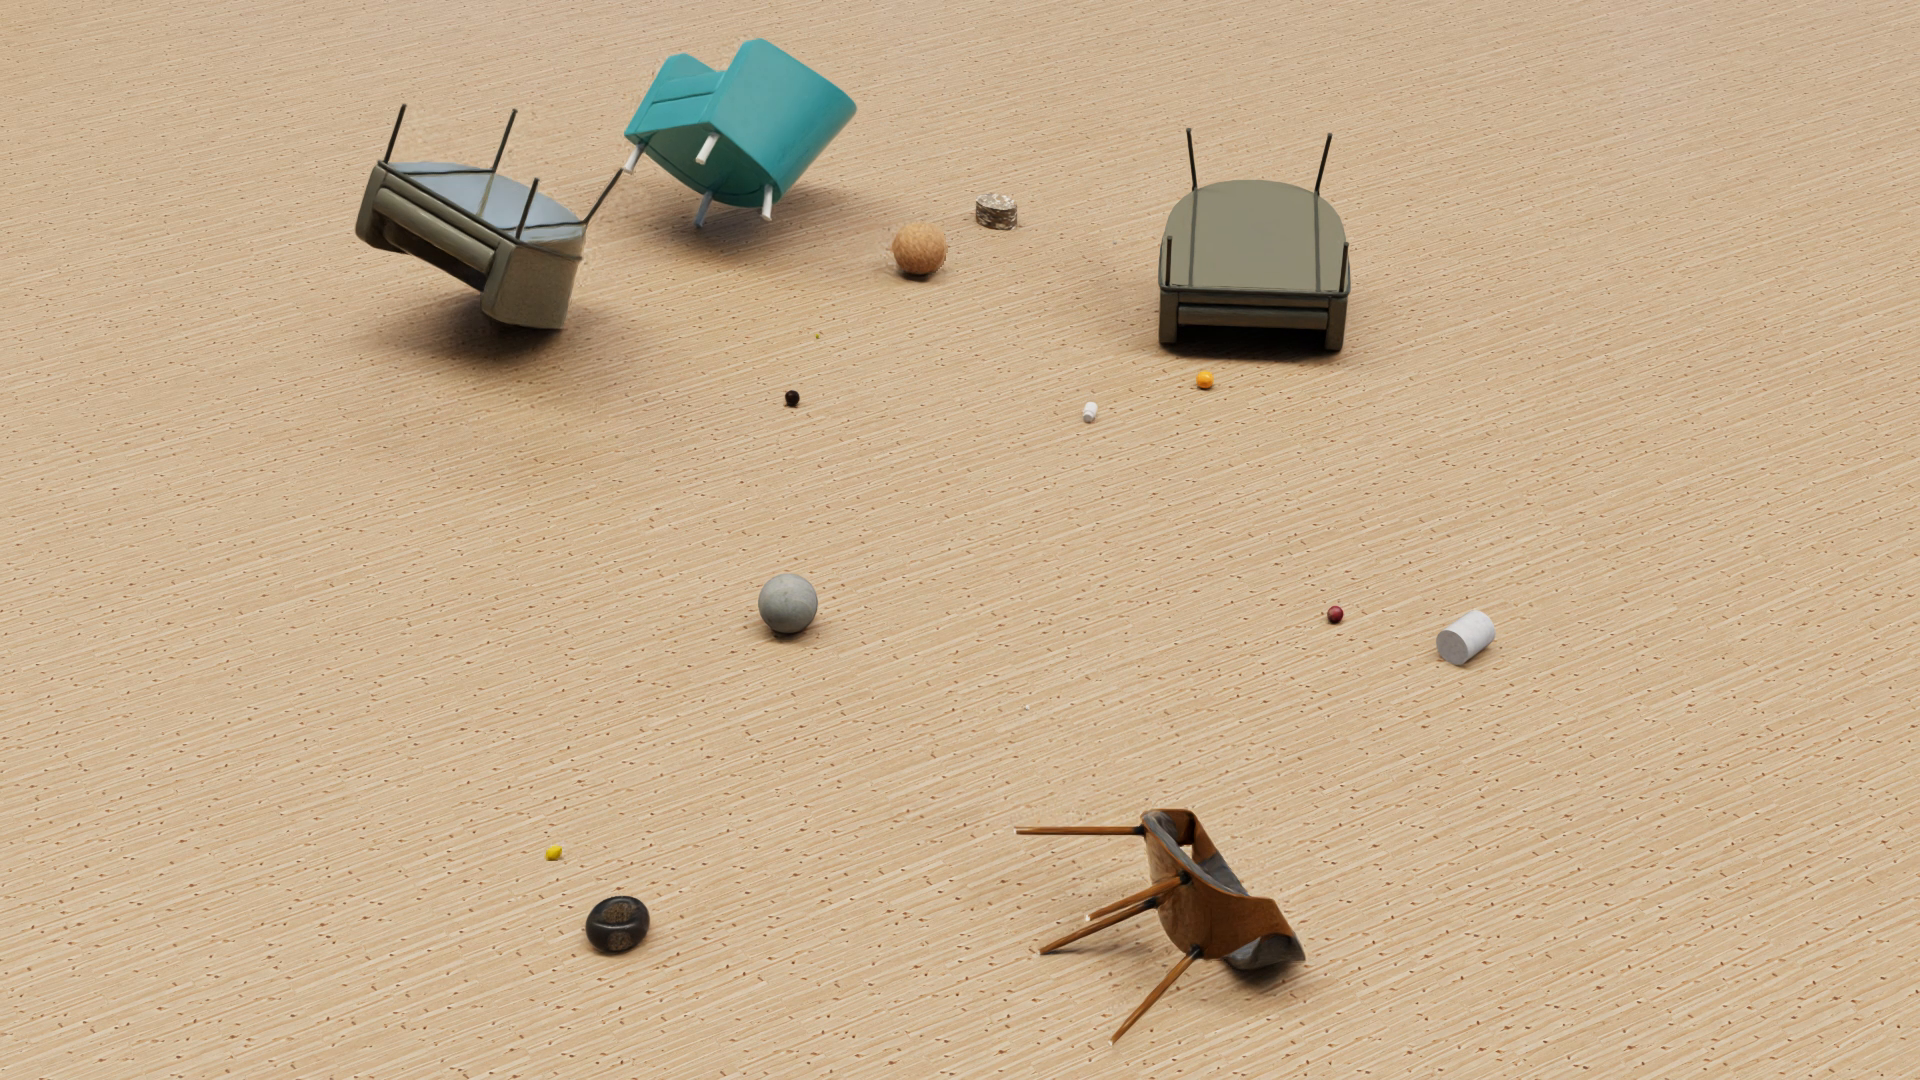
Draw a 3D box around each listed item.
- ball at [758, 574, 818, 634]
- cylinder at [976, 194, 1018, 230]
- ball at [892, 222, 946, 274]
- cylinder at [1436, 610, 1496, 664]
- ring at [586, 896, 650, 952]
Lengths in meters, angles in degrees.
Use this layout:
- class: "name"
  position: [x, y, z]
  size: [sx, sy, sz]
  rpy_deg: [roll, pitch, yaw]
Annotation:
- class: "ball"
  position: [-0.610, 0.225, 10.409]
  size: [0.213, 0.213, 0.213]
  rpy_deg: [0, 33, 0]
- class: "cylinder"
  position: [0.162, -1.462, 13.068]
  size: [0.201, 0.105, 0.135]
  rpy_deg: [19, 38, 27]
- class: "ball"
  position: [-0.178, -1.258, 12.647]
  size: [0.228, 0.228, 0.228]
  rpy_deg: [0, 33, 0]
- class: "cylinder"
  position: [1.777, 0.343, 10.302]
  size: [0.166, 0.136, 0.136]
  rpy_deg: [-30, 16, -37]
- class: "ring"
  position: [-1.056, 1.186, 9.051]
  size: [0.183, 0.105, 0.212]
  rpy_deg: [30, 42, 35]
